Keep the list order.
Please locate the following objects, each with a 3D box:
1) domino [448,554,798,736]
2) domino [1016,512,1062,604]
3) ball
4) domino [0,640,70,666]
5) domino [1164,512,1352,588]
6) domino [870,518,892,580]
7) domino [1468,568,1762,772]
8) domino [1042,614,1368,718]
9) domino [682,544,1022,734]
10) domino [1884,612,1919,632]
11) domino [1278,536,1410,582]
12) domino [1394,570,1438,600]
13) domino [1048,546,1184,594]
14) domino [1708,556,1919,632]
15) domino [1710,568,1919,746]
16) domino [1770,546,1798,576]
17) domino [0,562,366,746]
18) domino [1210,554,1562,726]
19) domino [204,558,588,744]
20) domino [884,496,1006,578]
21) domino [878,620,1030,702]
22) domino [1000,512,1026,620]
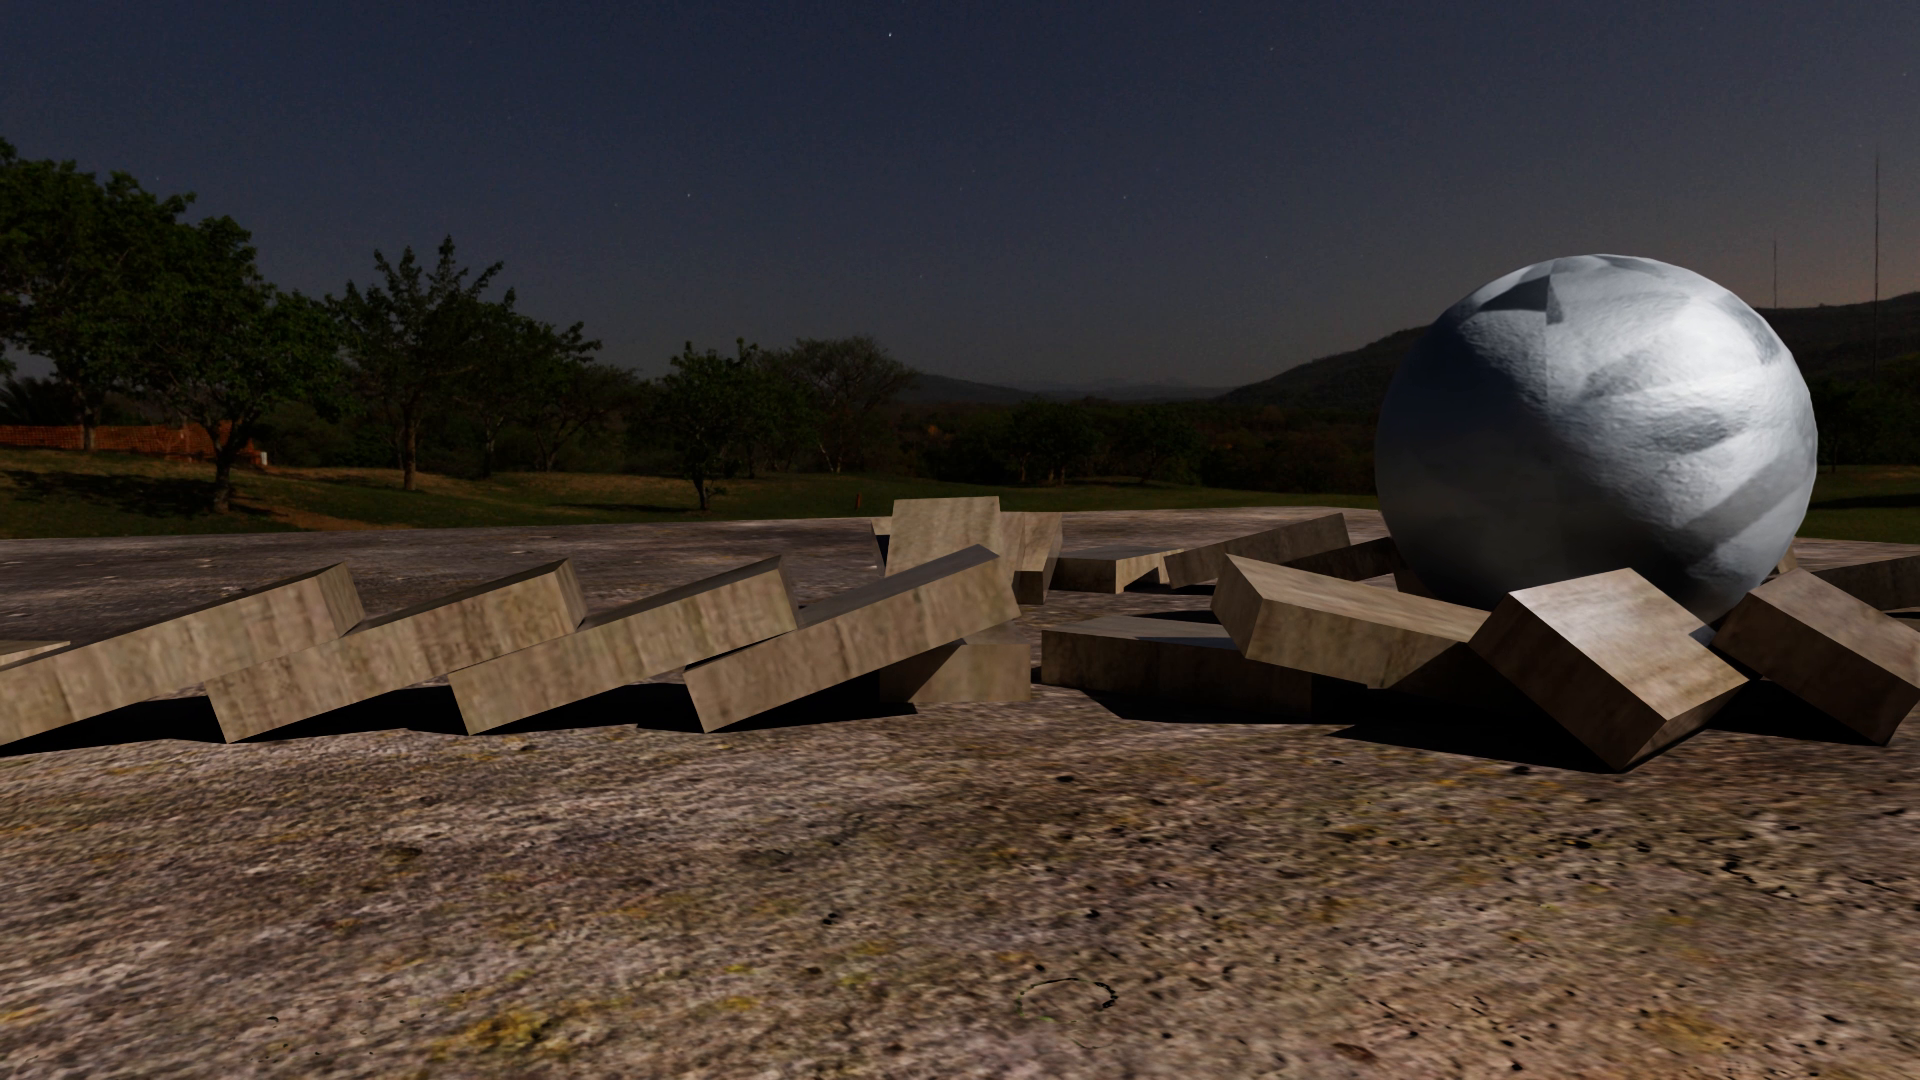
[{"bbox_3d":[-0.051,0.015,0.201,0.050,0.009,0.025,-18,6,-5],"label":"domino"},{"bbox_3d":[0.014,0.004,0.364,0.025,0.009,0.050,1,19,10],"label":"domino"},{"bbox_3d":[0.126,-0.017,0.259,0.080,0.080,0.080,0,4,0],"label":"ball"},{"bbox_3d":[-0.163,0.024,0.191,0.025,0.010,0.050,0,4,2],"label":"domino"},{"bbox_3d":[0.085,0.003,0.367,0.050,0.009,0.025,-15,-4,17],"label":"domino"},{"bbox_3d":[-0.006,0.007,0.303,0.025,0.009,0.050,-5,22,-8],"label":"domino"},{"bbox_3d":[0.098,0.017,0.188,0.050,0.009,0.025,-4,42,-45],"label":"domino"},{"bbox_3d":[0.042,0.021,0.224,0.050,0.010,0.025,3,5,37],"label":"domino"},{"bbox_3d":[-0.017,0.015,0.203,0.050,0.009,0.025,-20,6,-5],"label":"domino"},{"bbox_3d":[0.182,0.021,0.227,0.025,0.009,0.050,-1,4,-9],"label":"domino"},{"bbox_3d":[0.115,0.005,0.349,0.050,0.009,0.025,-16,-6,31],"label":"domino"},{"bbox_3d":[0.140,0.006,0.326,0.050,0.010,0.025,-18,-8,40],"label":"domino"},{"bbox_3d":[0.047,0.008,0.392,0.025,0.010,0.050,3,5,32],"label":"domino"},{"bbox_3d":[0.180,0.012,0.269,0.025,0.010,0.050,-3,-9,-31],"label":"domino"},{"bbox_3d":[0.140,0.017,0.205,0.025,0.010,0.050,39,27,32],"label":"domino"},{"bbox_3d":[0.164,0.008,0.301,0.050,0.009,0.025,-18,-10,40],"label":"domino"},{"bbox_3d":[-0.117,0.017,0.190,0.050,0.009,0.025,-19,9,-14],"label":"domino"},{"bbox_3d":[0.067,0.015,0.203,0.050,0.010,0.025,12,14,-4],"label":"domino"},{"bbox_3d":[-0.085,0.016,0.198,0.050,0.009,0.025,-18,8,-10],"label":"domino"},{"bbox_3d":[-0.003,0.004,0.286,0.025,0.009,0.050,-2,22,0],"label":"domino"},{"bbox_3d":[-0.002,0.020,0.236,0.025,0.010,0.050,0,4,-4],"label":"domino"},{"bbox_3d":[0.003,0.006,0.331,0.025,0.009,0.050,0,21,6],"label":"domino"}]
